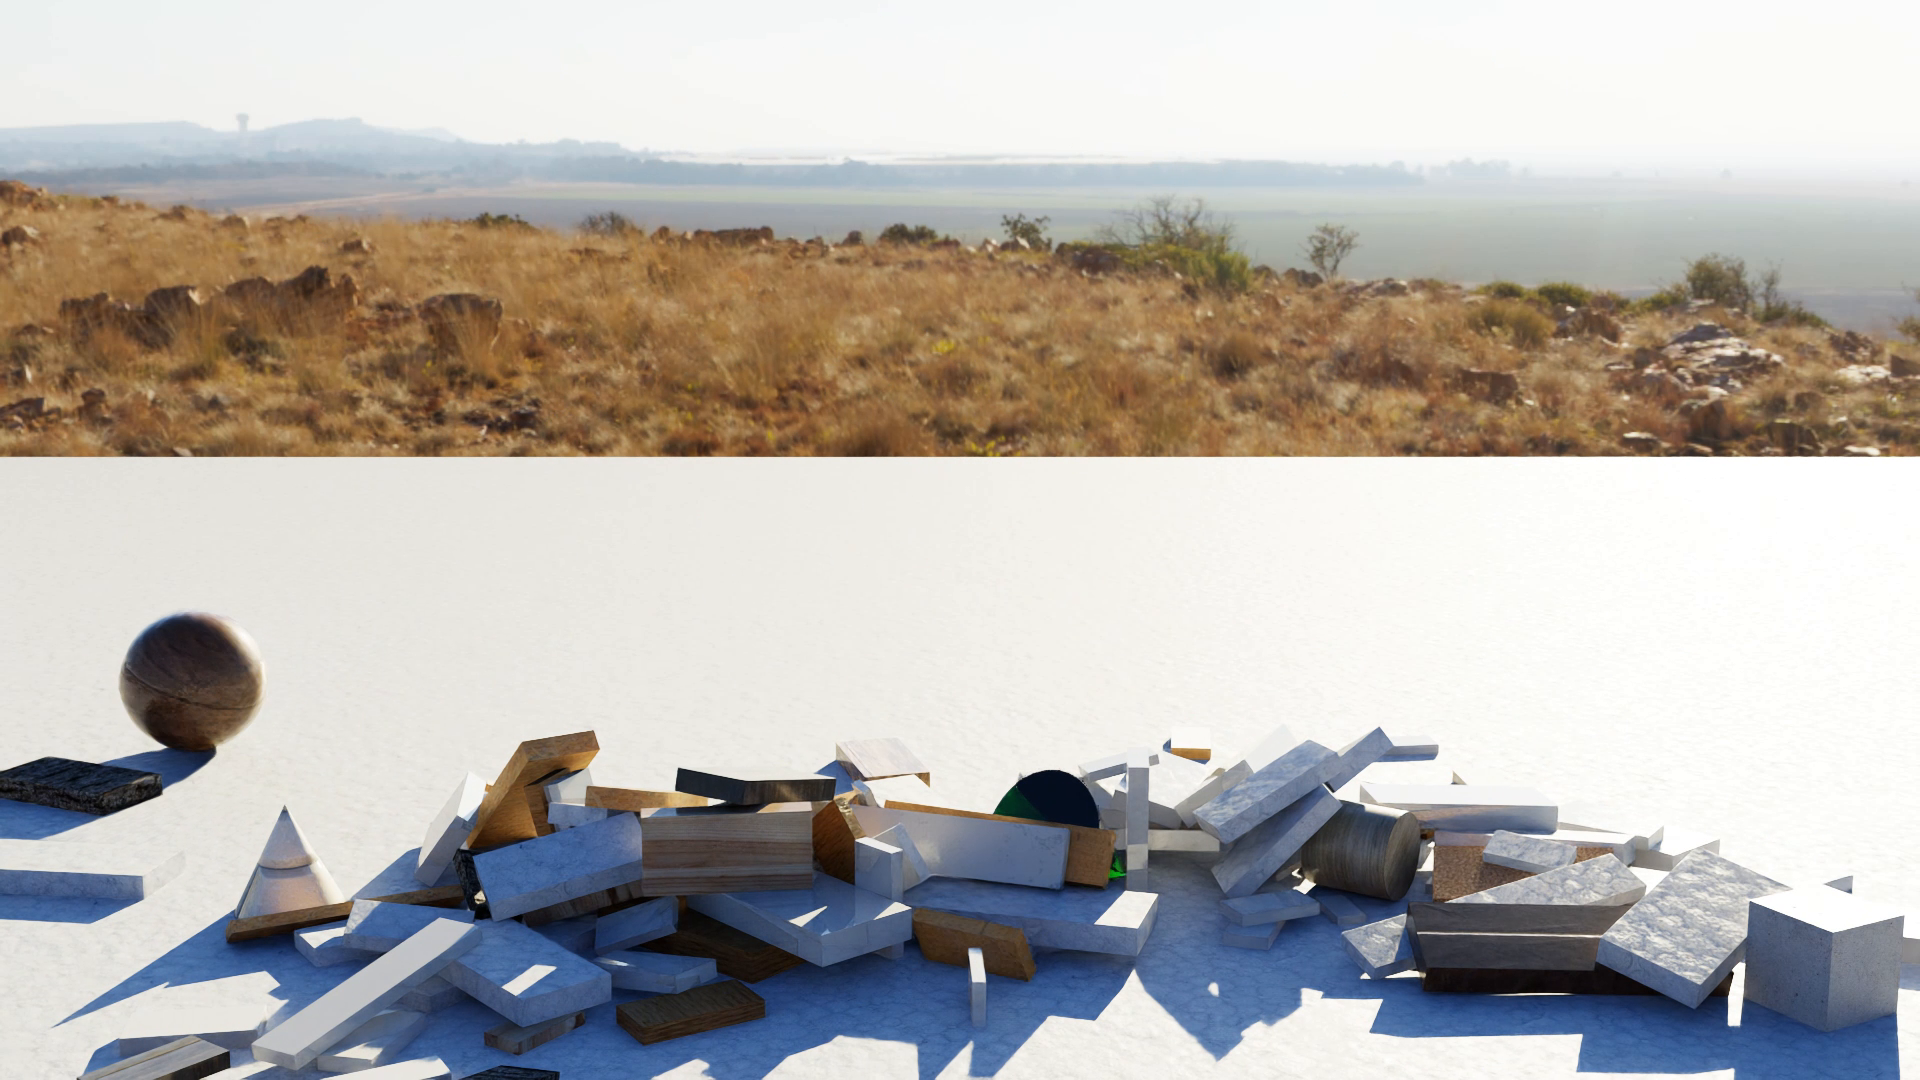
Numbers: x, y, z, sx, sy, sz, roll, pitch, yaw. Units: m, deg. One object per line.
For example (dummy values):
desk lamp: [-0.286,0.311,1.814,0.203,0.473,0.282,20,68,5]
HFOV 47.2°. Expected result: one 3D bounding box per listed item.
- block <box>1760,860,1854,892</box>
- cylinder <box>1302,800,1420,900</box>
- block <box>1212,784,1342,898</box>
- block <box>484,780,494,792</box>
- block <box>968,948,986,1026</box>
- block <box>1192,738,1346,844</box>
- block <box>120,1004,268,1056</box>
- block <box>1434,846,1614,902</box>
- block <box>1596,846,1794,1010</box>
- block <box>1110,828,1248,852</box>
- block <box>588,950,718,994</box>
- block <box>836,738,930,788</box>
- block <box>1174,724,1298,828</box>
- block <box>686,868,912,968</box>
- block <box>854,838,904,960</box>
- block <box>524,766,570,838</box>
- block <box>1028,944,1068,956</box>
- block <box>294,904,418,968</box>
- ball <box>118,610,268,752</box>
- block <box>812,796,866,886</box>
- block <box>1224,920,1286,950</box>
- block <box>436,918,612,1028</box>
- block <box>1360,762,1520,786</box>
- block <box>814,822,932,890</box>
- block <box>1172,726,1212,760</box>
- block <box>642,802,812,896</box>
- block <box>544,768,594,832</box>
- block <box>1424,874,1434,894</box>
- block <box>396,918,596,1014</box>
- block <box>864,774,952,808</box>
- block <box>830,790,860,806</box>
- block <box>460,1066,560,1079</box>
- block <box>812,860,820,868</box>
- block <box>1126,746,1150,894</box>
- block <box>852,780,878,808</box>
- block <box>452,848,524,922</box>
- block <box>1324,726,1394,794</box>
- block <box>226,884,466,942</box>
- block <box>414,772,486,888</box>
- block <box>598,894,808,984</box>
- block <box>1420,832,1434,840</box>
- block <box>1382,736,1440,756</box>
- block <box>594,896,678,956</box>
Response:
block: [1.399,0.575,3.679,0.179,0.025,0.090,-7,12,-32]
cylinder: [0.670,0.514,3.671,0.148,0.148,0.148,7,13,34]
block: [0.524,0.495,3.651,0.034,0.239,0.119,44,4,-11]
block: [-0.838,0.476,4.116,0.104,0.015,0.052,21,-1,-11]
block: [0.024,0.646,3.183,0.019,0.067,0.134,0,11,-2]
block: [0.514,0.418,3.668,0.238,0.034,0.119,-31,12,-9]
block: [-1.072,0.686,3.080,0.183,0.026,0.091,-2,11,-10]
block: [0.916,0.557,3.572,0.287,0.041,0.144,-1,28,13]
block: [1.096,0.572,3.275,0.156,0.044,0.311,24,36,36]
block: [0.363,0.517,3.792,0.239,0.034,0.120,-4,-8,31]
block: [-0.464,0.639,3.256,0.189,0.027,0.095,-2,5,32]
block: [-0.155,0.446,4.347,0.128,0.036,0.257,-3,11,-16]
block: [0.497,0.419,3.940,0.157,0.044,0.314,-38,-7,21]
block: [-0.252,0.567,3.393,0.172,0.049,0.345,-9,14,-41]
block: [-0.125,0.553,3.398,0.024,0.171,0.086,-10,14,-42]
block: [-0.660,0.489,3.657,0.028,0.201,0.100,-13,6,23]
block: [0.157,0.616,3.461,0.171,0.024,0.085,-6,12,-29]
block: [-0.925,0.618,3.440,0.201,0.028,0.100,-7,13,-34]
ball: [-1.569,0.287,4.506,0.290,0.290,0.290,0,11,0]
block: [-0.175,0.508,3.477,0.026,0.182,0.091,-7,-29,-50]
block: [0.469,0.613,3.490,0.071,0.020,0.142,4,11,19]
block: [-0.655,0.627,3.222,0.147,0.042,0.294,-9,16,-42]
block: [0.917,0.480,4.147,0.292,0.041,0.146,7,13,34]
block: [-0.140,0.528,3.498,0.191,0.095,0.027,-32,-4,37]
block: [0.476,0.418,4.534,0.080,0.023,0.160,1,11,5]
block: [-0.358,0.476,3.387,0.259,0.130,0.037,-1,15,-8]
block: [-0.628,0.490,3.658,0.028,0.201,0.100,-13,5,23]
block: [0.831,0.574,3.707,0.062,0.017,0.123,5,12,26]
block: [-0.701,0.639,3.333,0.091,0.026,0.347,7,13,34]
block: [-0.083,0.484,3.903,0.118,0.033,0.236,-6,19,-27]
block: [-0.296,0.490,3.691,0.262,0.037,0.131,-17,8,7]
block: [-0.594,0.709,2.845,0.085,0.024,0.170,2,-4,15]
block: [-0.168,0.533,3.673,0.262,0.037,0.131,1,11,7]
block: [0.293,0.474,3.639,0.034,0.239,0.119,1,11,3]
block: [-0.148,0.457,3.691,0.015,0.106,0.053,-27,19,-17]
block: [-0.764,0.561,3.562,0.081,0.023,0.161,16,20,-31]
block: [0.632,0.421,3.856,0.147,0.042,0.293,-33,-8,-26]
block: [-0.975,0.593,3.505,0.369,0.020,0.070,-6,-19,-27]
block: [-0.883,0.499,3.816,0.037,0.129,0.258,35,4,-13]
block: [-0.387,0.606,3.447,0.345,0.049,0.172,9,14,39]
block: [0.854,0.517,4.012,0.062,0.017,0.123,9,14,39]
block: [0.906,0.422,4.518,0.139,0.020,0.069,-1,11,-7]
block: [-0.499,0.595,3.396,0.131,0.019,0.066,-19,36,9]
